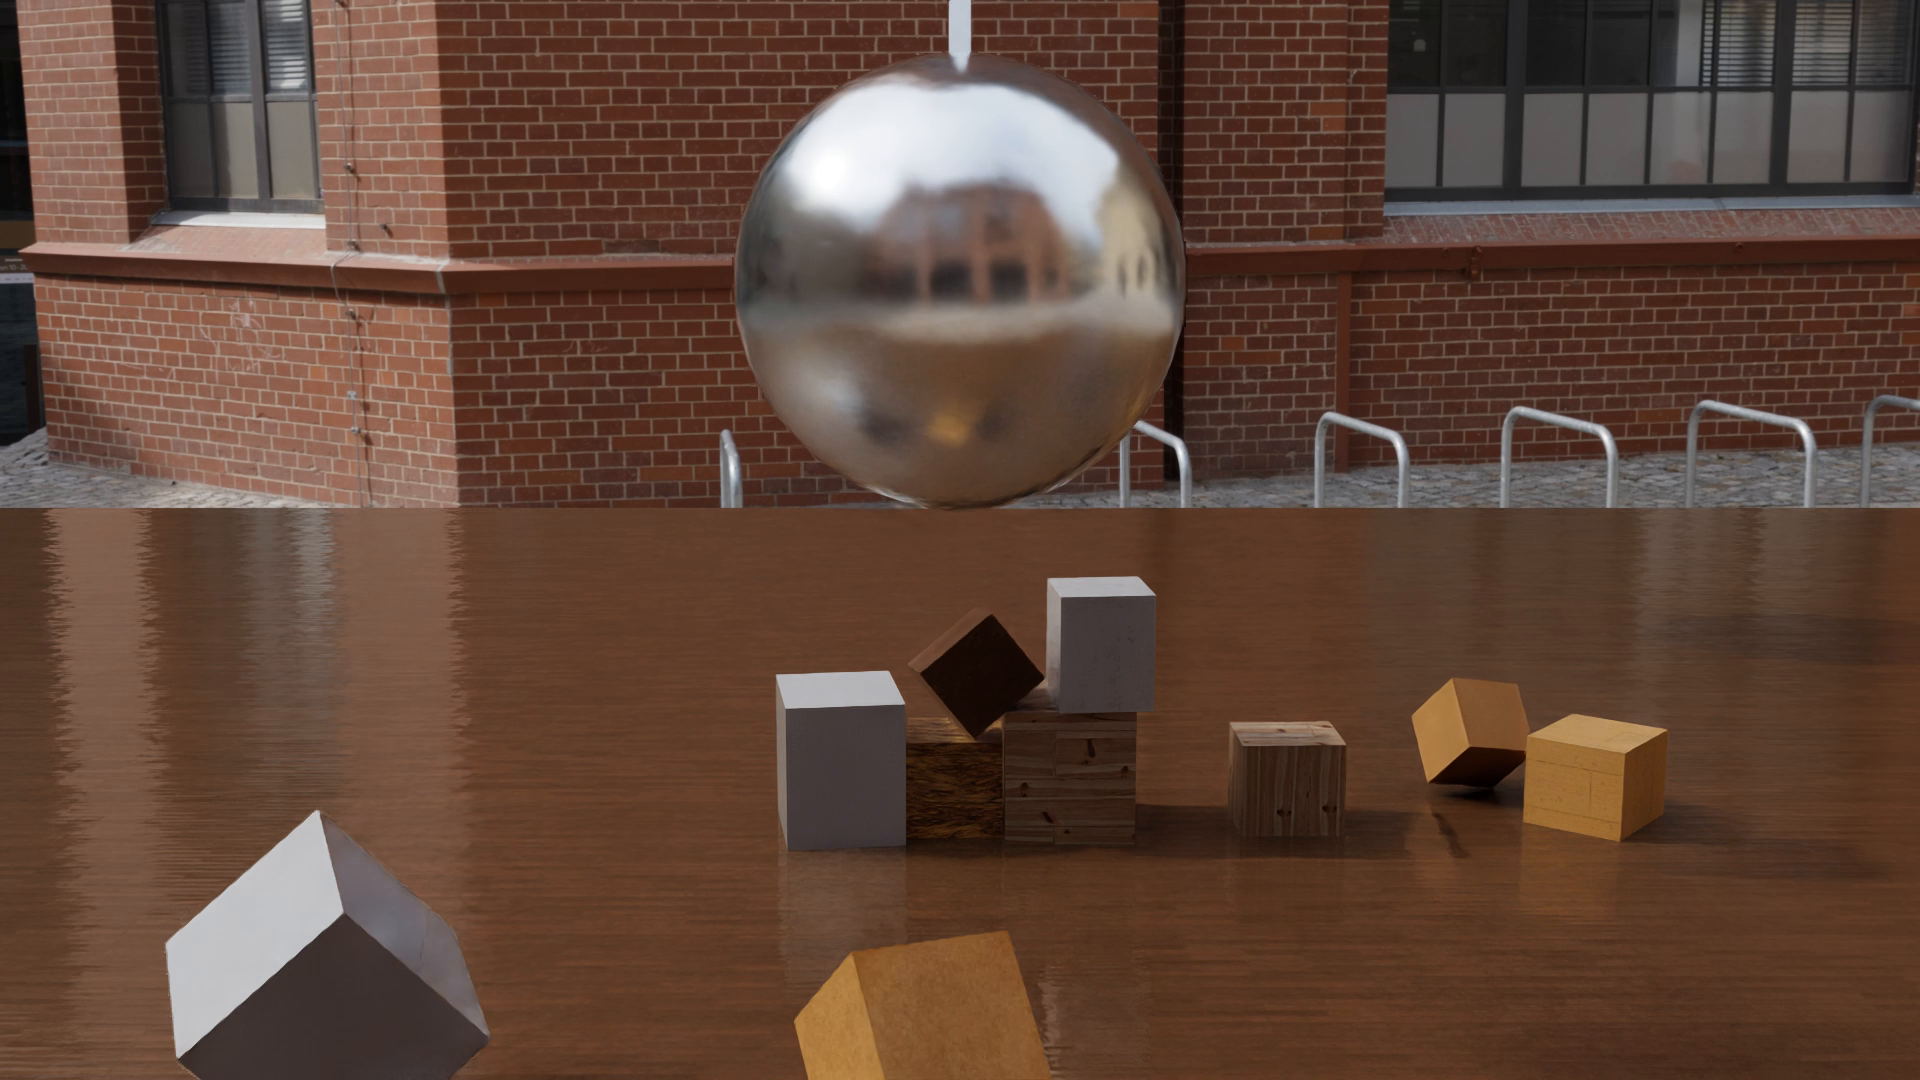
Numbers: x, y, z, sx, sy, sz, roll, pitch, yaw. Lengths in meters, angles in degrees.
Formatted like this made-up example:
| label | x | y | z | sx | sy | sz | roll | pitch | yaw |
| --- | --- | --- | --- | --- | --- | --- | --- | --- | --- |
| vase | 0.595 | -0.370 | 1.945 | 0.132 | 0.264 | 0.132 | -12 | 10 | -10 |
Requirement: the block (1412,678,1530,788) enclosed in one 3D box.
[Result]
| label | x | y | z | sx | sy | sz | roll | pitch | yaw |
| --- | --- | --- | --- | --- | --- | --- | --- | --- | --- |
| block | 2.784 | 1.051 | 11.949 | 0.416 | 0.414 | 0.433 | 6 | -34 | -21 |

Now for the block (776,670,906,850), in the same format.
| label | x | y | z | sx | sy | sz | roll | pitch | yaw |
| --- | --- | --- | --- | --- | --- | --- | --- | --- | --- |
| block | -0.621 | 1.124 | 11.334 | 0.599 | 0.733 | 0.714 | -2 | 10 | -8 |

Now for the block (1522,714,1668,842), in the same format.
| label | x | y | z | sx | sy | sz | roll | pitch | yaw |
| --- | --- | --- | --- | --- | --- | --- | --- | --- | --- |
| block | 3.323 | 1.232 | 11.496 | 0.525 | 0.463 | 0.581 | 8 | 13 | 38 |

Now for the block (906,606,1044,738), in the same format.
| label | x | y | z | sx | sy | sz | roll | pitch | yaw |
| --- | --- | --- | --- | --- | --- | --- | --- | --- | --- |
| block | 0.077 | 0.668 | 11.166 | 0.468 | 0.430 | 0.448 | -40 | 8 | -6 |

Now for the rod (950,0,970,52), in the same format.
| label | x | y | z | sx | sy | sz | roll | pitch | yaw |
| --- | --- | --- | --- | --- | --- | --- | --- | --- | --- |
| rod | 0.000 | -4.064 | 9.041 | 0.080 | 5.200 | 0.080 | 0 | -22 | 0 |

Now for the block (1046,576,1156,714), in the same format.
| label | x | y | z | sx | sy | sz | roll | pitch | yaw |
| --- | --- | --- | --- | --- | --- | --- | --- | --- | --- |
| block | 0.710 | 0.527 | 11.157 | 0.476 | 0.592 | 0.484 | -1 | 10 | -6 |

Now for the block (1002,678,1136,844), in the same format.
| label | x | y | z | sx | sy | sz | roll | pitch | yaw |
| --- | --- | --- | --- | --- | --- | --- | --- | --- | --- |
| block | 0.555 | 1.135 | 11.392 | 0.657 | 0.690 | 0.697 | 0 | 10 | 0 |

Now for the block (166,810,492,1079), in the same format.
| label | x | y | z | sx | sy | sz | roll | pitch | yaw |
| --- | --- | --- | --- | --- | --- | --- | --- | --- | --- |
| block | -2.209 | 1.568 | 7.658 | 0.706 | 0.728 | 0.794 | -42 | 29 | -4 |

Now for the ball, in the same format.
| label | x | y | z | sx | sy | sz | roll | pitch | yaw |
| --- | --- | --- | --- | --- | --- | --- | --- | --- | --- |
| ball | 0.000 | -0.905 | 7.784 | 1.600 | 1.600 | 1.600 | 0 | 10 | 0 |

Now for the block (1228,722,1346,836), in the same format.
| label | x | y | z | sx | sy | sz | roll | pitch | yaw |
| --- | --- | --- | --- | --- | --- | --- | --- | --- | --- |
| block | 1.693 | 1.236 | 11.431 | 0.531 | 0.478 | 0.465 | 0 | 10 | -1 |

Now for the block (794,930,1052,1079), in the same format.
| label | x | y | z | sx | sy | sz | roll | pitch | yaw |
| --- | --- | --- | --- | --- | --- | --- | --- | --- | --- |
| block | -0.103 | 1.686 | 6.900 | 0.540 | 0.681 | 0.579 | -3 | -31 | -27 |

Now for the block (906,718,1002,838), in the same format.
| label | x | y | z | sx | sy | sz | roll | pitch | yaw |
| --- | --- | --- | --- | --- | --- | --- | --- | --- | --- |
| block | -0.029 | 1.228 | 11.411 | 0.490 | 0.501 | 0.499 | 0 | 10 | 0 |
